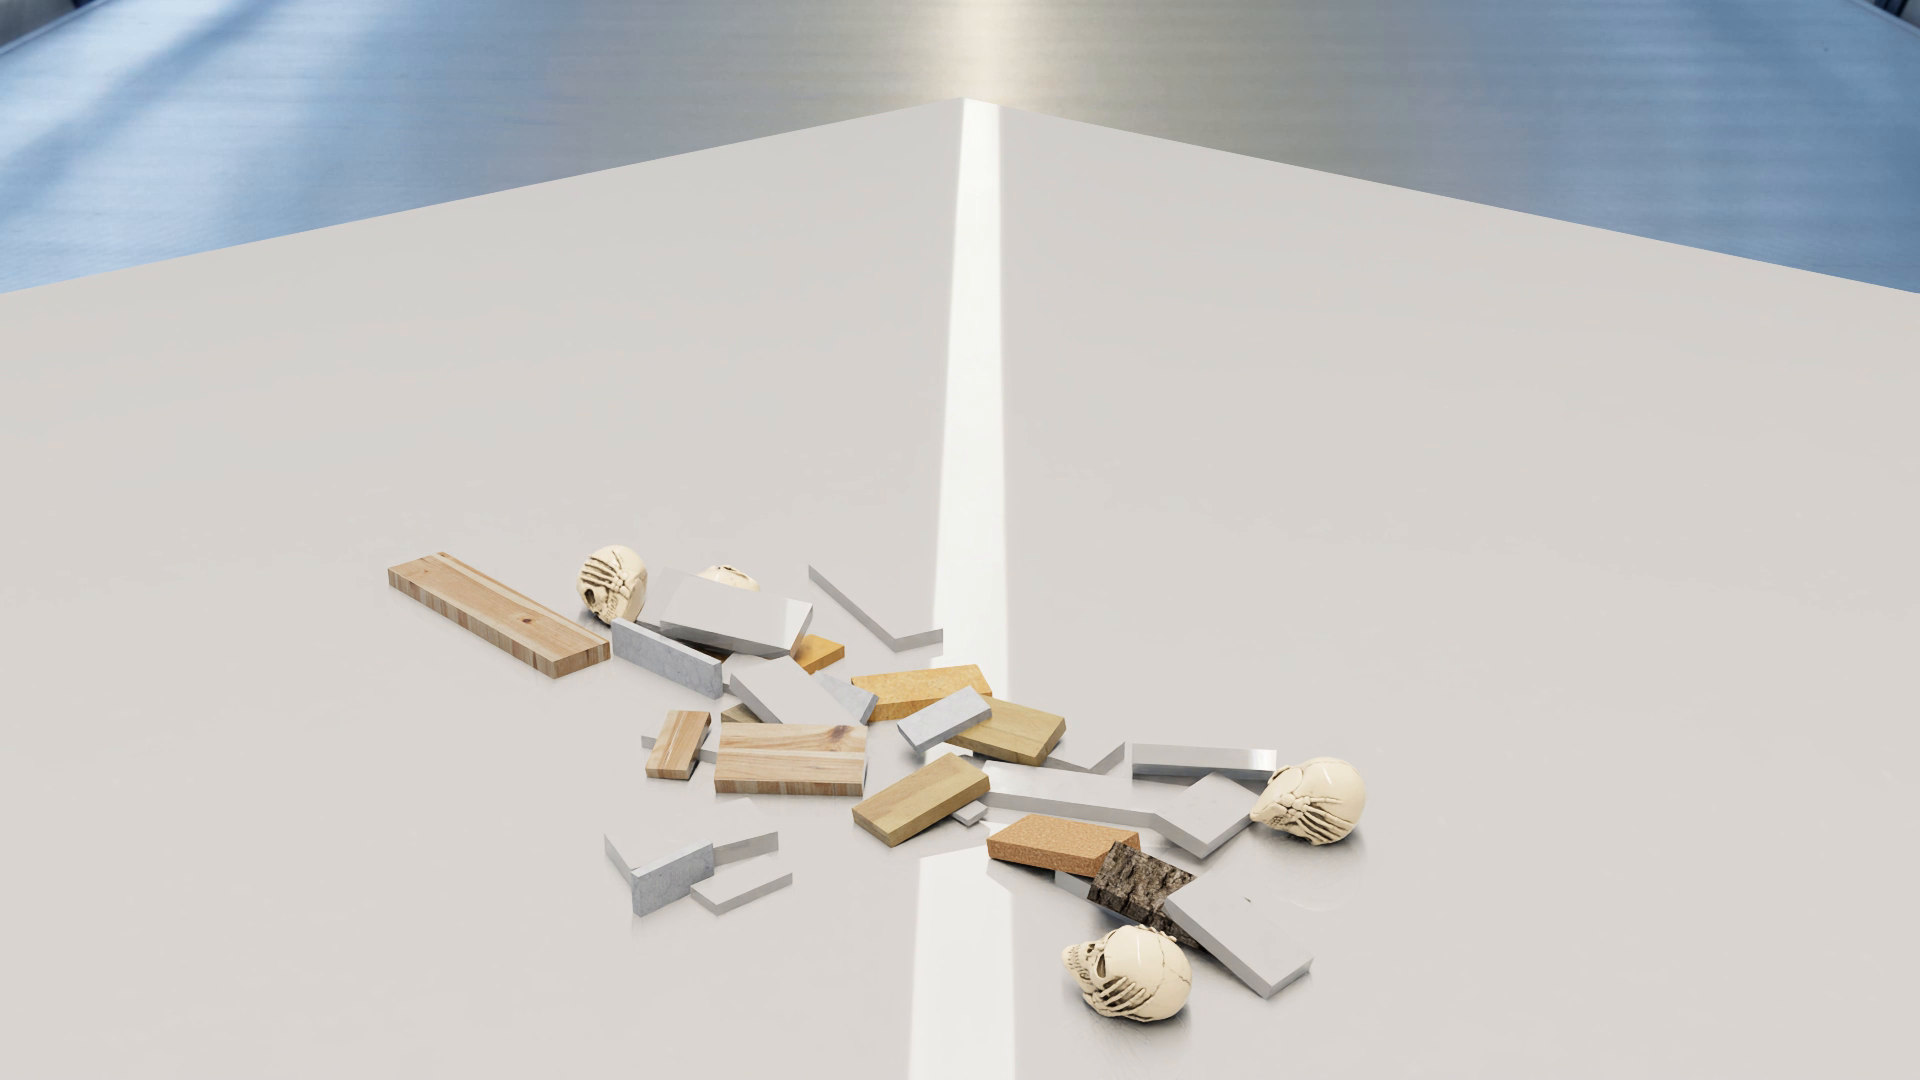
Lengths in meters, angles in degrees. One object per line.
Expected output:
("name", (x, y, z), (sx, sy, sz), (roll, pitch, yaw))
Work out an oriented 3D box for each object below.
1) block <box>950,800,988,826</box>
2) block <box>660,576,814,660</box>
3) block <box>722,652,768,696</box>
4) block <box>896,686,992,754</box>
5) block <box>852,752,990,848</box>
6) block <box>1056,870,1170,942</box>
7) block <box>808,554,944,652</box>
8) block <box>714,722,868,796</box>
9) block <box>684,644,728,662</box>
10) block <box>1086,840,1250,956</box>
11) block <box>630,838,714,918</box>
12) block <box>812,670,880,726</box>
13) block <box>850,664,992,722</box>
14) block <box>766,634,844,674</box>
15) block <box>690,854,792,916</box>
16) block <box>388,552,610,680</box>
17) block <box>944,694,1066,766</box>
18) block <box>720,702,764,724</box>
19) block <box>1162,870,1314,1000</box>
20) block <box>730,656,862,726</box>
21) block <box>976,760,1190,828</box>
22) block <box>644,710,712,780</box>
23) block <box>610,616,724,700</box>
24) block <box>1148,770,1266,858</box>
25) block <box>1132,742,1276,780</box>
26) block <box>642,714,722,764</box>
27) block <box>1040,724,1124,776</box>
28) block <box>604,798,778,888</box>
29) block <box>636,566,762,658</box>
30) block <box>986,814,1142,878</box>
("block", (0.000, 0.536, 4.440), (0.054, 0.015, 0.109), (-30, 39, -32))
("block", (-0.512, 0.181, 5.046), (0.314, 0.044, 0.157), (12, 43, 11))
("block", (-0.451, 0.314, 4.941), (0.209, 0.030, 0.104), (14, 44, 32))
("block", (-0.033, 0.381, 4.664), (0.182, 0.026, 0.091), (-26, 40, -16))
("block", (-0.078, 0.521, 4.429), (0.254, 0.036, 0.127), (-27, 34, -29))
("block", (0.326, 0.662, 4.152), (0.136, 0.039, 0.273), (-21, 30, -40))
("block", (-0.210, 0.150, 5.360), (0.127, 0.036, 0.492), (-12, 26, -25))
("block", (-0.349, 0.455, 4.564), (0.304, 0.043, 0.152), (1, 46, 3))
("block", (-0.603, 0.282, 5.065), (0.175, 0.025, 0.088), (12, 26, 27))
("block", (0.384, 0.660, 4.037), (0.273, 0.039, 0.136), (23, 36, 11))
("block", (-0.541, 0.636, 4.149), (0.175, 0.088, 0.025), (-21, 31, -40))
("block", (-0.267, 0.354, 4.824), (0.175, 0.088, 0.025), (19, -15, 37))
("block", (-0.086, 0.341, 4.905), (0.291, 0.041, 0.145), (-5, 24, -12))
("block", (-0.374, 0.278, 5.067), (0.104, 0.030, 0.209), (17, 28, 35))
("block", (-0.416, 0.656, 4.183), (0.175, 0.025, 0.088), (-19, 29, -37))
("block", (-1.119, 0.173, 5.296), (0.157, 0.044, 0.728), (-20, 30, -39))
("block", (0.083, 0.399, 4.657), (0.254, 0.036, 0.127), (13, 45, 30))
("block", (-0.426, 0.400, 4.785), (0.182, 0.026, 0.091), (20, 30, 39))
("block", (0.499, 0.707, 3.951), (0.126, 0.036, 0.252), (-22, 50, -41))
("block", (-0.352, 0.365, 4.762), (0.152, 0.043, 0.304), (-15, 39, -36))
("block", (0.252, 0.522, 4.485), (0.439, 0.036, 0.126), (6, 24, 14))
("block", (-0.594, 0.431, 4.646), (0.091, 0.026, 0.182), (1, 38, 12))
("block", (-0.670, 0.269, 5.015), (0.351, 0.088, 0.025), (19, 30, 38))
("block", (0.493, 0.543, 4.370), (0.126, 0.036, 0.252), (29, 29, 26))
("block", (0.501, 0.457, 4.529), (0.291, 0.041, 0.145), (2, -14, 6))
("block", (-0.565, 0.429, 4.712), (0.209, 0.030, 0.104), (10, 25, 22))
("block", (0.188, 0.437, 4.678), (0.291, 0.041, 0.145), (15, 27, 31))
("block", (-0.527, 0.591, 4.312), (0.304, 0.043, 0.152), (-12, 26, -25))
("block", (-0.576, 0.177, 5.129), (0.314, 0.044, 0.157), (16, 58, 13))
("block", (0.198, 0.588, 4.245), (0.273, 0.039, 0.136), (4, 18, 43))
